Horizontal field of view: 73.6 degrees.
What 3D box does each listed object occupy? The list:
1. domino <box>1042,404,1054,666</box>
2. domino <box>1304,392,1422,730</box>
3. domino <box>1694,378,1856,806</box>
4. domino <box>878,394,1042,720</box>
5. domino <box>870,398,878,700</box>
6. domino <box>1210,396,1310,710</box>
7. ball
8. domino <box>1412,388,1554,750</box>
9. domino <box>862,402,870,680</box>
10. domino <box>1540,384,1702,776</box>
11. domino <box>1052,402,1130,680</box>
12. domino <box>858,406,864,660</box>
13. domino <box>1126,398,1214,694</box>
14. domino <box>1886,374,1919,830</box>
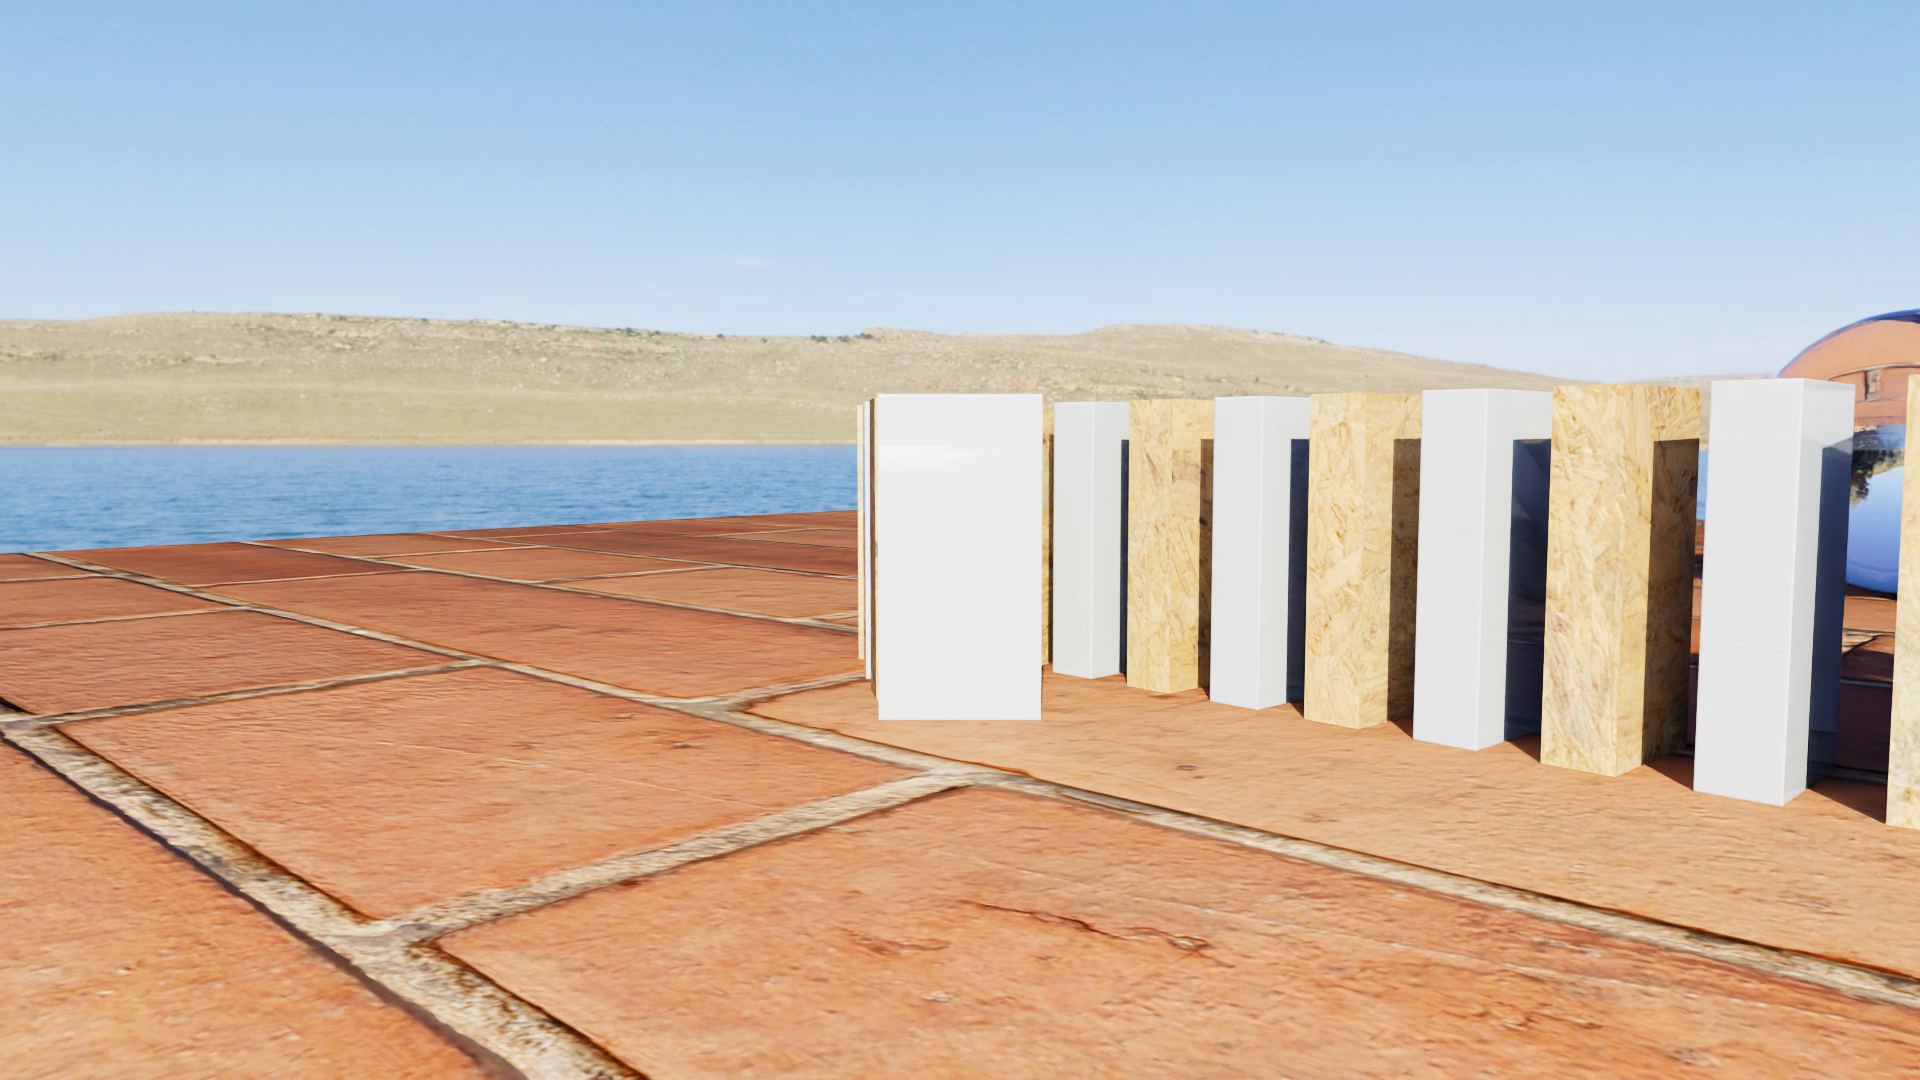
[{"bbox_3d":[0.017,-0.002,0.255,0.010,0.050,0.025,3,5,35],"label":"domino"},{"bbox_3d":[0.066,0.002,0.201,0.025,0.050,0.009,-4,6,-41],"label":"domino"},{"bbox_3d":[0.102,0.005,0.161,0.025,0.050,0.009,-4,6,-44],"label":"domino"},{"bbox_3d":[0.000,0.002,0.201,0.025,0.050,0.010,0,4,0],"label":"domino"},{"bbox_3d":[-0.002,0.001,0.219,0.025,0.050,0.009,-1,4,-9],"label":"domino"},{"bbox_3d":[0.054,0.001,0.215,0.025,0.050,0.010,-4,6,-41],"label":"domino"},{"bbox_3d":[0.267,-0.025,0.361,0.080,0.080,0.080,0,4,0],"label":"ball"},{"bbox_3d":[0.078,0.003,0.188,0.025,0.050,0.009,-4,6,-41],"label":"domino"},{"bbox_3d":[-0.005,0.000,0.237,0.025,0.050,0.010,-1,4,-7],"label":"domino"},{"bbox_3d":[0.090,0.004,0.174,0.025,0.050,0.009,-4,6,-42],"label":"domino"},{"bbox_3d":[0.030,-0.001,0.242,0.025,0.050,0.009,-4,6,-43],"label":"domino"},{"bbox_3d":[-0.007,-0.001,0.253,0.025,0.050,0.010,1,4,15],"label":"domino"},{"bbox_3d":[0.042,0.000,0.229,0.025,0.050,0.009,-4,6,-41],"label":"domino"},{"bbox_3d":[0.115,0.006,0.148,0.009,0.050,0.025,3,5,40],"label":"domino"}]
